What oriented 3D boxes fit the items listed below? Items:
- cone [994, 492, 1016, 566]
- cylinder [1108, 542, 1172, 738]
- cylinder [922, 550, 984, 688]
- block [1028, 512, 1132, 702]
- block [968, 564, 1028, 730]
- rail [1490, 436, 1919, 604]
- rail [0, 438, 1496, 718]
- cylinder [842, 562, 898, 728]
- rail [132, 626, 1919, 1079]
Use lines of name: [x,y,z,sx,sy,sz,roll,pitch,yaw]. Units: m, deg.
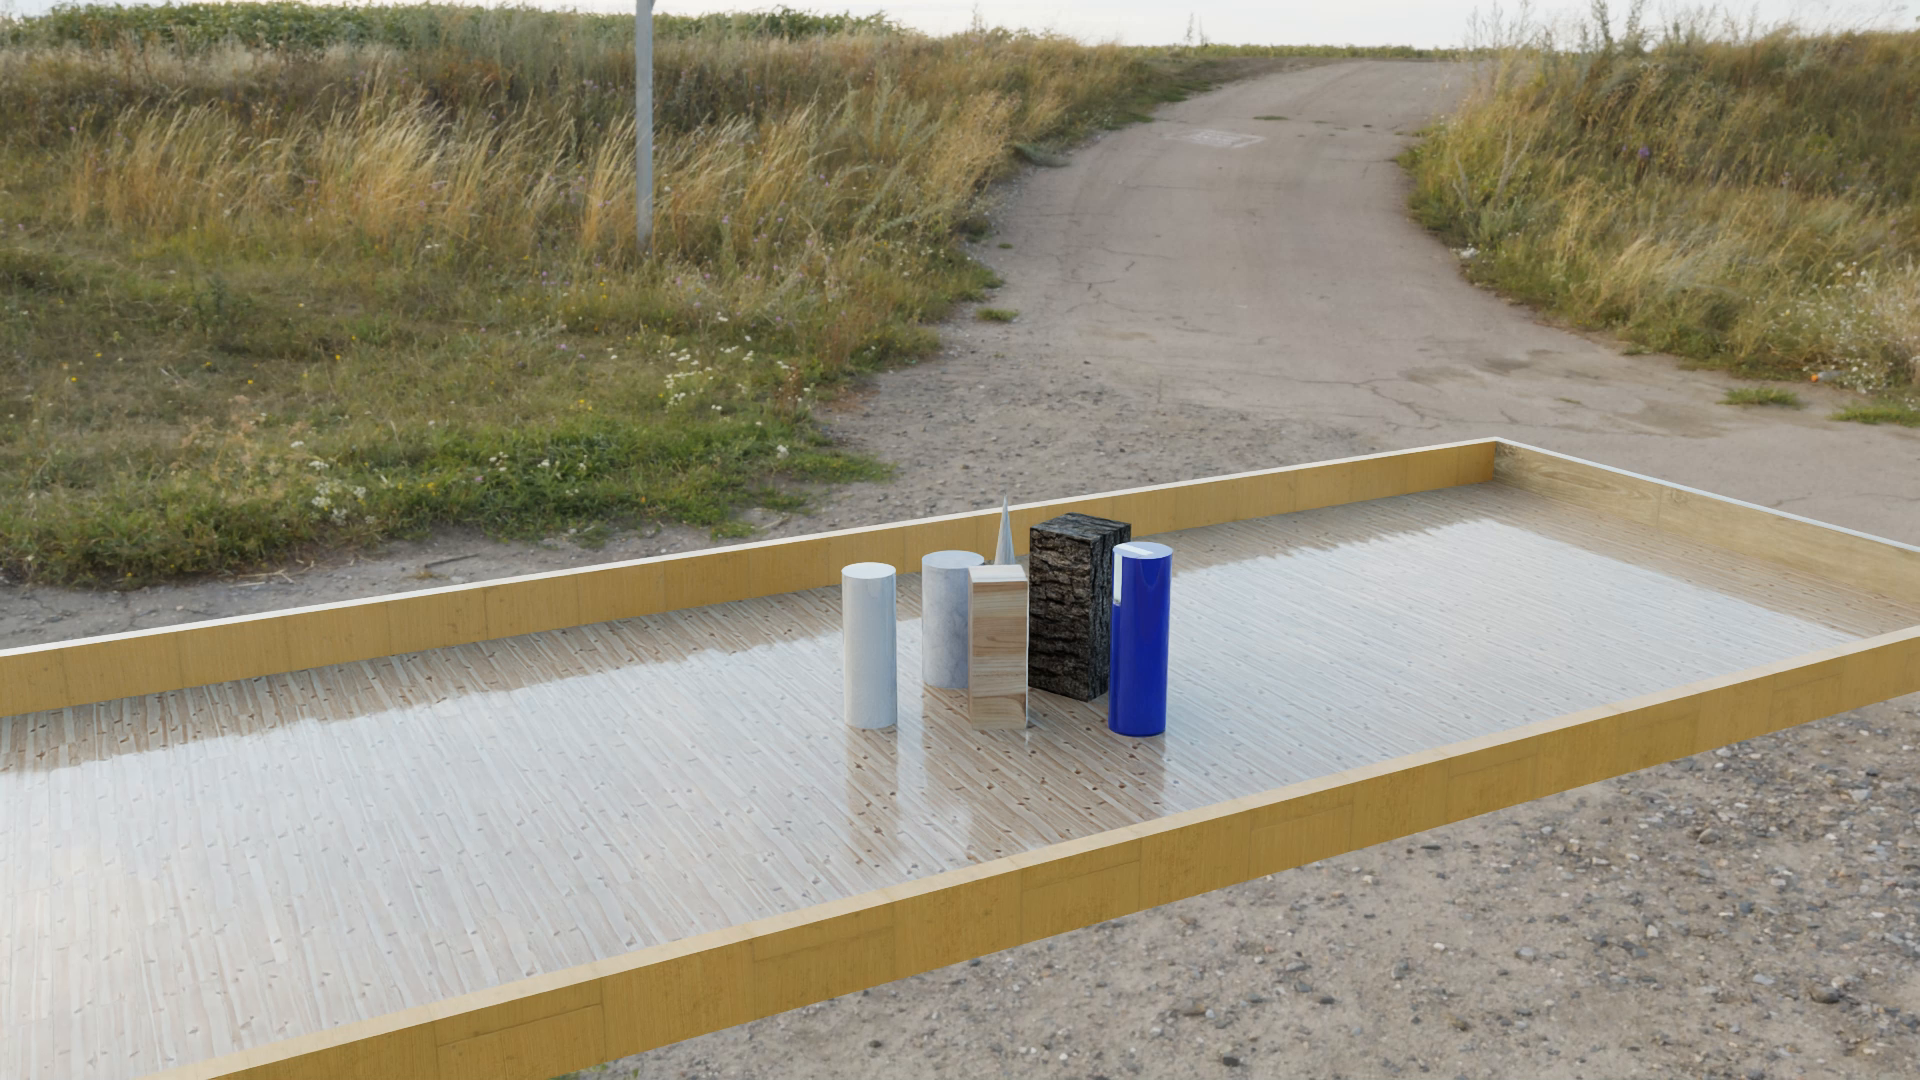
cone: [0.118,0.073,4.355,0.117,0.424,0.117,0,16,0]
cylinder: [0.415,0.230,3.807,0.135,0.431,0.135,0,16,0]
cylinder: [-0.017,0.198,4.126,0.156,0.313,0.156,0,16,0]
block: [0.294,0.162,4.071,0.178,0.412,0.178,12,20,36]
block: [0.086,0.251,3.858,0.125,0.363,0.125,-1,16,-5]
rail: [2.466,-0.048,5.253,0.050,0.150,2.100,-9,18,-27]
rail: [-3.305,0.497,3.399,12.000,0.150,0.050,-9,18,-27]
cylinder: [-0.211,0.247,3.861,0.126,0.368,0.126,0,16,0]
rail: [-2.336,1.006,1.665,12.000,0.150,0.050,-9,18,-27]
